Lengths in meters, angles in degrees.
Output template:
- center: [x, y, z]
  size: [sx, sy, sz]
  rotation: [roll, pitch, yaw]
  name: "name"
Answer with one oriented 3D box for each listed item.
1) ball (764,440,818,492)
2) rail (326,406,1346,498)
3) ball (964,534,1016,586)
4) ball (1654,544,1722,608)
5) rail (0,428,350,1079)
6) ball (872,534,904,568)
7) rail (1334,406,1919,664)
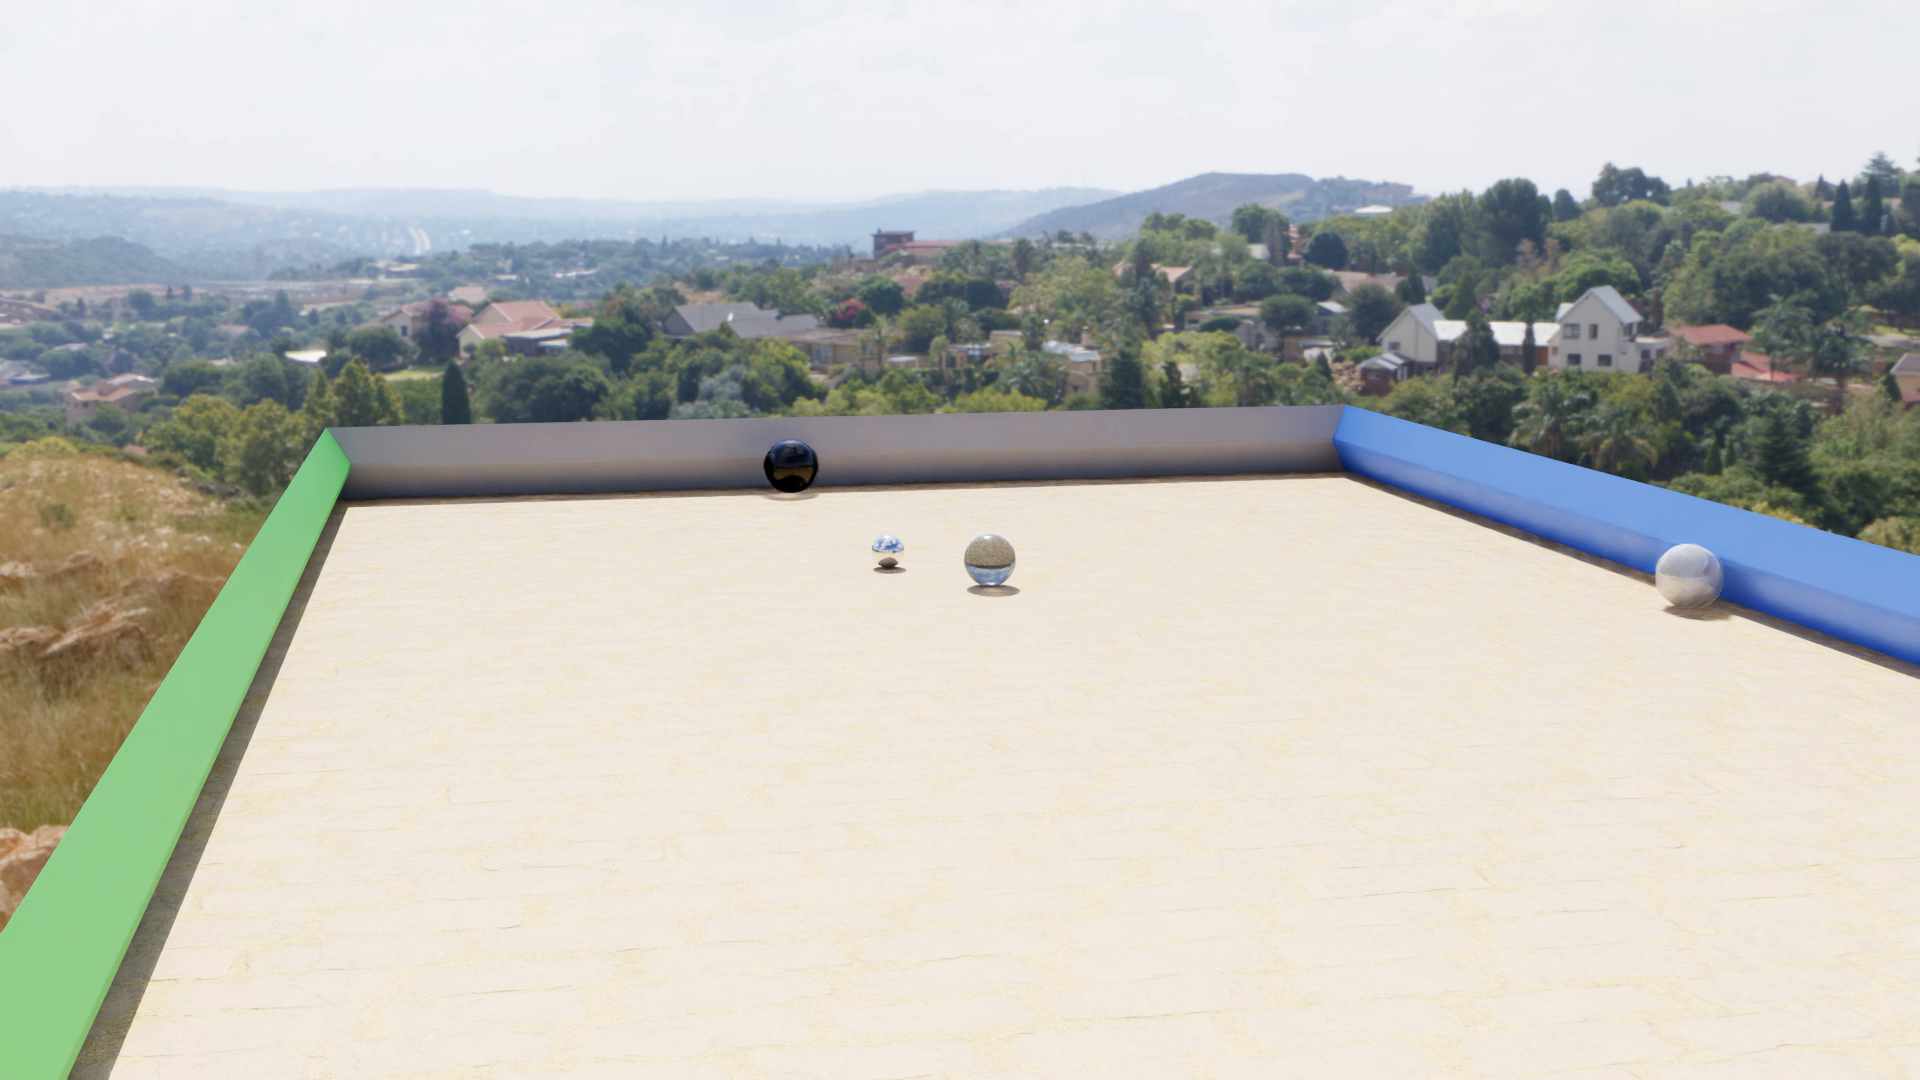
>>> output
- center: [-0.313, -0.137, 4.075]
  size: [0.099, 0.099, 0.099]
  rotation: [0, 9, 0]
  name: "ball"
- center: [-0.184, -0.169, 4.170]
  size: [1.964, 0.128, 0.045]
  rotation: [-2, 10, -12]
  name: "rail"
- center: [0.043, 0.029, 3.142]
  size: [0.075, 0.075, 0.075]
  rotation: [0, 9, 0]
  name: "ball"
- center: [0.988, 0.049, 2.983]
  size: [0.088, 0.088, 0.088]
  rotation: [0, 9, 0]
  name: "ball"
- center: [-0.748, 0.150, 2.237]
  size: [0.045, 0.128, 3.646]
  rotation: [-2, 10, -12]
  name: "rail"
- center: [-0.108, 0.017, 3.294]
  size: [0.050, 0.050, 0.050]
  rotation: [0, 9, 0]
  name: "ball"
- center: [1.127, 0.085, 2.630]
  size: [0.045, 0.128, 3.646]
  rotation: [-2, 10, -12]
  name: "rail"
